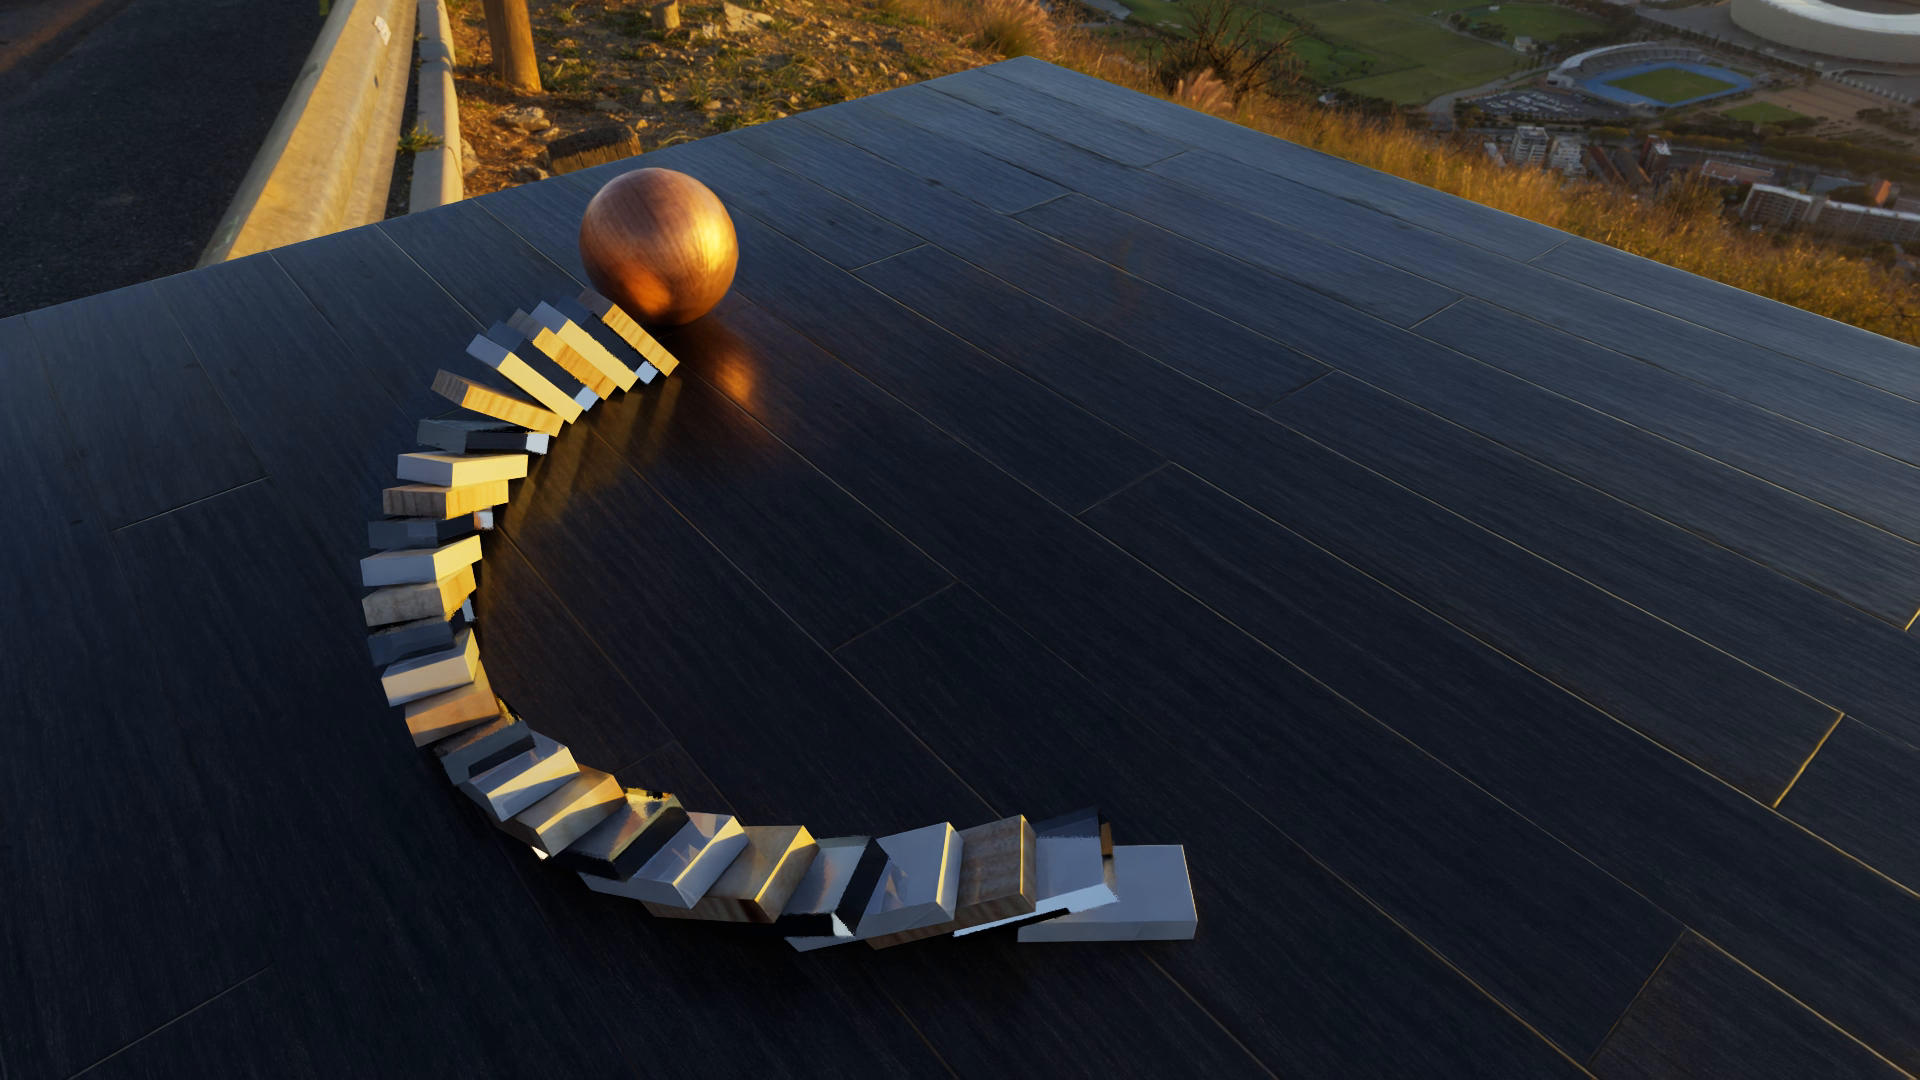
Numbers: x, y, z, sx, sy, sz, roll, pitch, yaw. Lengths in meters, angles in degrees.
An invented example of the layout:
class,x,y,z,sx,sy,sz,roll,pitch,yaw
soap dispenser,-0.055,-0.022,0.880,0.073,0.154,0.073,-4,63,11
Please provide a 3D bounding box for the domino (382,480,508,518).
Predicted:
class,x,y,z,sx,sy,sz,roll,pitch,yaw
domino,-0.207,-0.018,0.446,0.025,0.009,0.050,3,9,3

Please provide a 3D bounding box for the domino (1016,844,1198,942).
class,x,y,z,sx,sy,sz,roll,pitch,yaw
domino,0.041,0.102,0.319,0.050,0.010,0.025,-1,39,-1

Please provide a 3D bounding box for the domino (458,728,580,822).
class,x,y,z,sx,sy,sz,roll,pitch,yaw
domino,-0.138,0.071,0.338,0.025,0.010,0.050,-31,18,-32

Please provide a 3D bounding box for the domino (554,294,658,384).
class,x,y,z,sx,sy,sz,roll,pitch,yaw
domino,-0.170,-0.097,0.532,0.025,0.050,0.010,33,82,34

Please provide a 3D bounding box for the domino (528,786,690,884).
class,x,y,z,sx,sy,sz,roll,pitch,yaw
domino,-0.104,0.085,0.322,0.050,0.010,0.025,-7,28,43

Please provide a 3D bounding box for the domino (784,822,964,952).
class,x,y,z,sx,sy,sz,roll,pitch,yaw
domino,-0.024,0.097,0.307,0.050,0.010,0.025,-20,34,22

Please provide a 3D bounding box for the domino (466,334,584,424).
class,x,y,z,sx,sy,sz,roll,pitch,yaw
domino,-0.198,-0.073,0.503,0.025,0.050,0.010,28,80,30

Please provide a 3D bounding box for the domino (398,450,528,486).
class,x,y,z,sx,sy,sz,roll,pitch,yaw
domino,-0.208,-0.031,0.462,0.025,0.010,0.050,9,10,11

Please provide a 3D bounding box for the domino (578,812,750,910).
class,x,y,z,sx,sy,sz,roll,pitch,yaw
domino,-0.086,0.090,0.315,0.050,0.009,0.025,-8,28,41

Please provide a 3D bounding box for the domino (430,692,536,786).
class,x,y,z,sx,sy,sz,roll,pitch,yaw
domino,-0.153,0.062,0.349,0.025,0.009,0.050,-26,15,-28

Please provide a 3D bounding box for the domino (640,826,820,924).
class,x,y,z,sx,sy,sz,roll,pitch,yaw
domino,-0.066,0.094,0.310,0.050,0.009,0.025,-12,30,36

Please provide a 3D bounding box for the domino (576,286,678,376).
class,x,y,z,sx,sy,sz,roll,pitch,yaw
domino,-0.162,-0.101,0.538,0.025,0.050,0.009,33,82,34

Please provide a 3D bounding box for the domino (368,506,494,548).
class,x,y,z,sx,sy,sz,roll,pitch,yaw
domino,-0.206,-0.005,0.431,0.025,0.009,0.050,0,9,0

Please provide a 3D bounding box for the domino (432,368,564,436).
class,x,y,z,sx,sy,sz,roll,pitch,yaw
domino,-0.206,-0.061,0.492,0.025,0.009,0.050,26,3,32

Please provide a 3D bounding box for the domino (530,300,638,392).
class,x,y,z,sx,sy,sz,roll,pitch,yaw
domino,-0.179,-0.092,0.526,0.025,0.050,0.010,33,82,34

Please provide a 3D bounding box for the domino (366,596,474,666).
class,x,y,z,sx,sy,sz,roll,pitch,yaw
domino,-0.188,0.031,0.386,0.025,0.010,0.050,-13,11,-15

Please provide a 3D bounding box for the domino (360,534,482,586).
class,x,y,z,sx,sy,sz,roll,pitch,yaw
domino,-0.202,0.007,0.416,0.025,0.009,0.050,-4,9,-5

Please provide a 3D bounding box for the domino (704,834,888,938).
class,x,y,z,sx,sy,sz,roll,pitch,yaw
domino,-0.046,0.097,0.306,0.050,0.009,0.025,-14,30,33

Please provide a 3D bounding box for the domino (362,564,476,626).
class,x,y,z,sx,sy,sz,roll,pitch,yaw
domino,-0.196,0.020,0.401,0.025,0.009,0.050,-9,10,-11

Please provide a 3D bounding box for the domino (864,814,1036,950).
class,x,y,z,sx,sy,sz,roll,pitch,yaw
domino,-0.003,0.096,0.309,0.050,0.010,0.025,-20,35,19

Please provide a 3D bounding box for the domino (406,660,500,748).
class,x,y,z,sx,sy,sz,roll,pitch,yaw
domino,-0.167,0.053,0.360,0.025,0.009,0.050,-21,13,-24

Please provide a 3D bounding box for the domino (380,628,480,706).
class,x,y,z,sx,sy,sz,roll,pitch,yaw
domino,-0.178,0.042,0.373,0.025,0.010,0.050,-17,12,-19

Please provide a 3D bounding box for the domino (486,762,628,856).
class,x,y,z,sx,sy,sz,roll,pitch,yaw
domino,-0.122,0.078,0.329,0.025,0.010,0.050,-35,21,-35

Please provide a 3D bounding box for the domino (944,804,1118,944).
class,x,y,z,sx,sy,sz,roll,pitch,yaw
domino,0.018,0.094,0.310,0.050,0.010,0.025,-22,37,18

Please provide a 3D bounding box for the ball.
class,x,y,z,sx,sy,sz,roll,pitch,yaw
ball,-0.156,-0.152,0.573,0.080,0.080,0.080,0,39,0

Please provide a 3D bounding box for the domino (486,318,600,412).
class,x,y,z,sx,sy,sz,roll,pitch,yaw
domino,-0.194,-0.081,0.513,0.025,0.050,0.009,33,82,34

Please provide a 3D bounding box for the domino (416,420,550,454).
class,x,y,z,sx,sy,sz,roll,pitch,yaw
domino,-0.206,-0.044,0.478,0.025,0.009,0.050,14,9,17

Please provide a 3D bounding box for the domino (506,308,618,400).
class,x,y,z,sx,sy,sz,roll,pitch,yaw
domino,-0.188,-0.087,0.520,0.025,0.050,0.009,33,82,34
